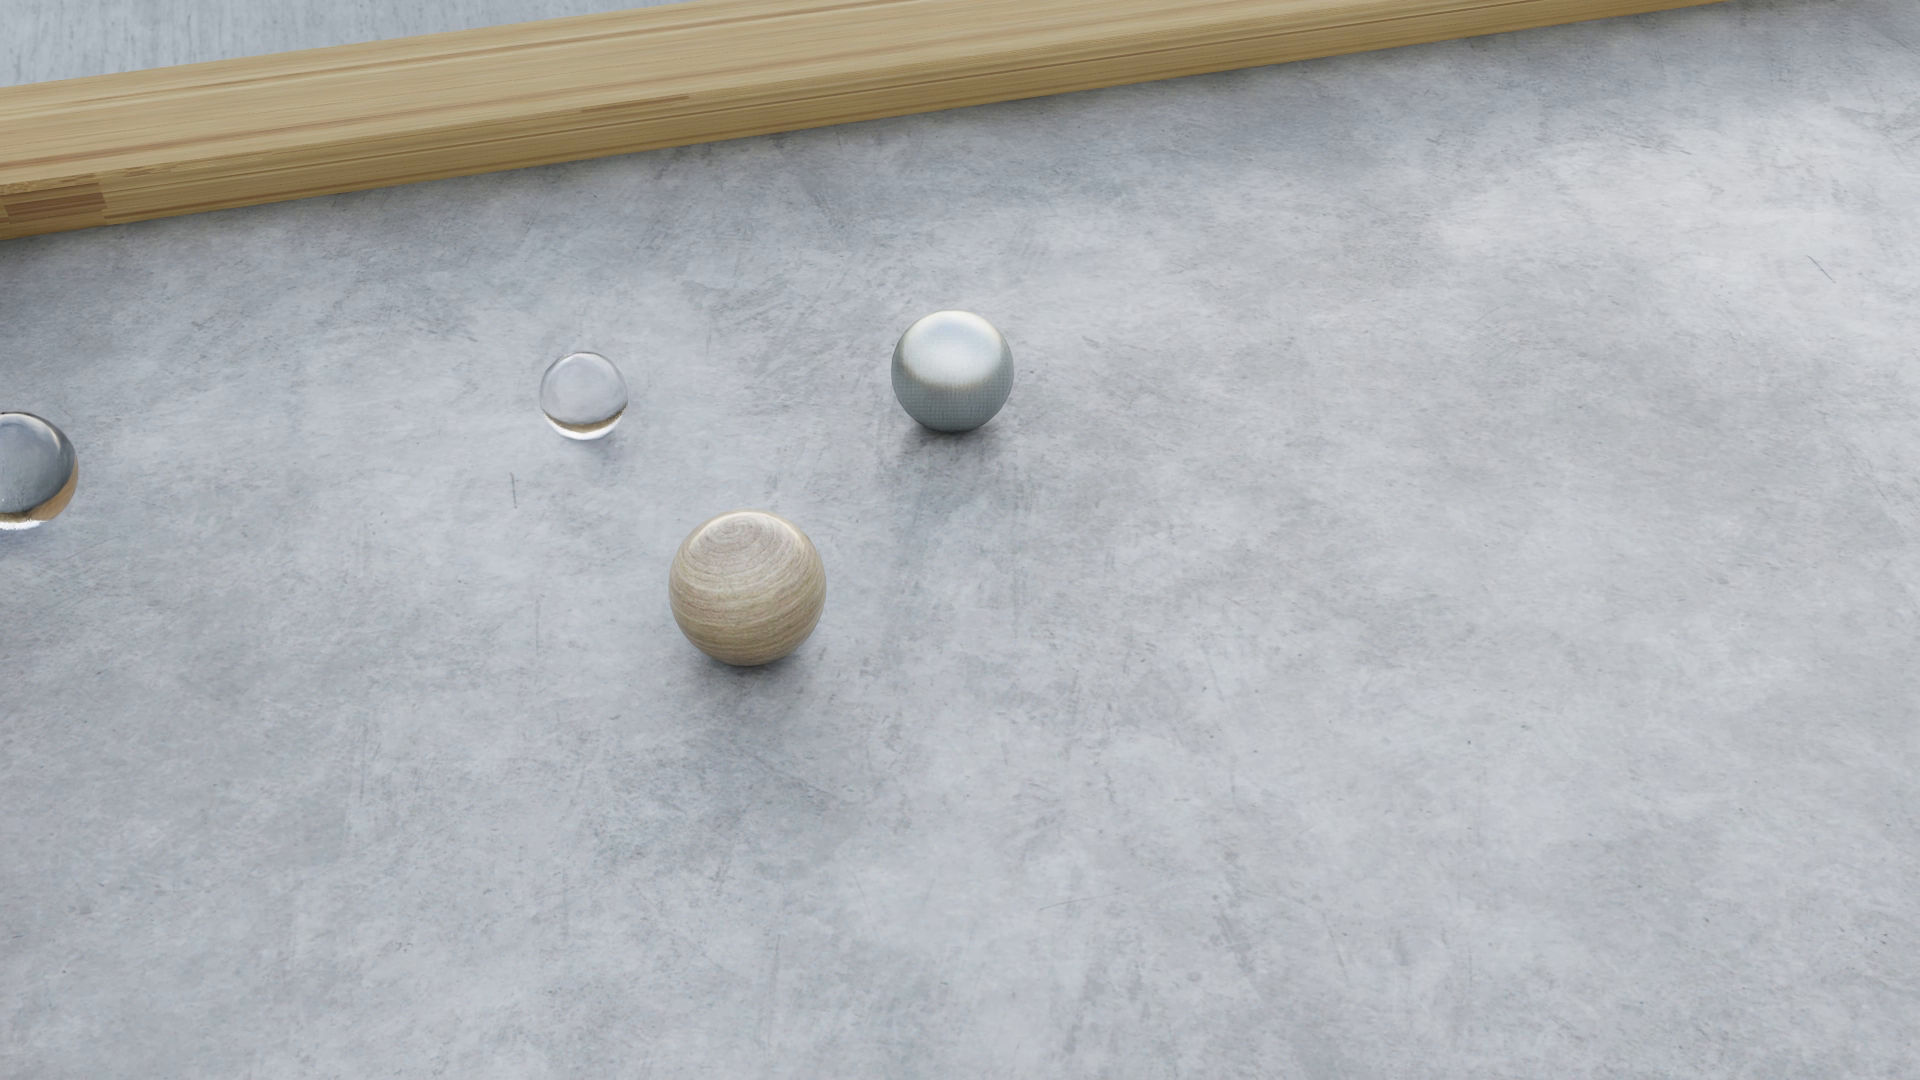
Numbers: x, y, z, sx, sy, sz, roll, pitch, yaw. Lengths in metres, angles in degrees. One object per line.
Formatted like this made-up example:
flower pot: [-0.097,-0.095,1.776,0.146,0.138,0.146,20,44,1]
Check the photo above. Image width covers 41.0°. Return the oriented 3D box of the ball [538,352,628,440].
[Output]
ball: [-0.257,-0.098,1.750,0.061,0.061,0.061,0,35,0]

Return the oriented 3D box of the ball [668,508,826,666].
ball: [-0.128,0.028,1.541,0.095,0.095,0.095,0,35,0]

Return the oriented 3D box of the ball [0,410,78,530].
ball: [-0.611,-0.045,1.660,0.077,0.077,0.077,0,35,0]

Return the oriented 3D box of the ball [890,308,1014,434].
ball: [-0.005,-0.115,1.753,0.085,0.085,0.085,0,35,0]

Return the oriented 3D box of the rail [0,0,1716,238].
rail: [0.416,-0.482,2.237,2.552,0.123,0.045,-10,37,-14]
